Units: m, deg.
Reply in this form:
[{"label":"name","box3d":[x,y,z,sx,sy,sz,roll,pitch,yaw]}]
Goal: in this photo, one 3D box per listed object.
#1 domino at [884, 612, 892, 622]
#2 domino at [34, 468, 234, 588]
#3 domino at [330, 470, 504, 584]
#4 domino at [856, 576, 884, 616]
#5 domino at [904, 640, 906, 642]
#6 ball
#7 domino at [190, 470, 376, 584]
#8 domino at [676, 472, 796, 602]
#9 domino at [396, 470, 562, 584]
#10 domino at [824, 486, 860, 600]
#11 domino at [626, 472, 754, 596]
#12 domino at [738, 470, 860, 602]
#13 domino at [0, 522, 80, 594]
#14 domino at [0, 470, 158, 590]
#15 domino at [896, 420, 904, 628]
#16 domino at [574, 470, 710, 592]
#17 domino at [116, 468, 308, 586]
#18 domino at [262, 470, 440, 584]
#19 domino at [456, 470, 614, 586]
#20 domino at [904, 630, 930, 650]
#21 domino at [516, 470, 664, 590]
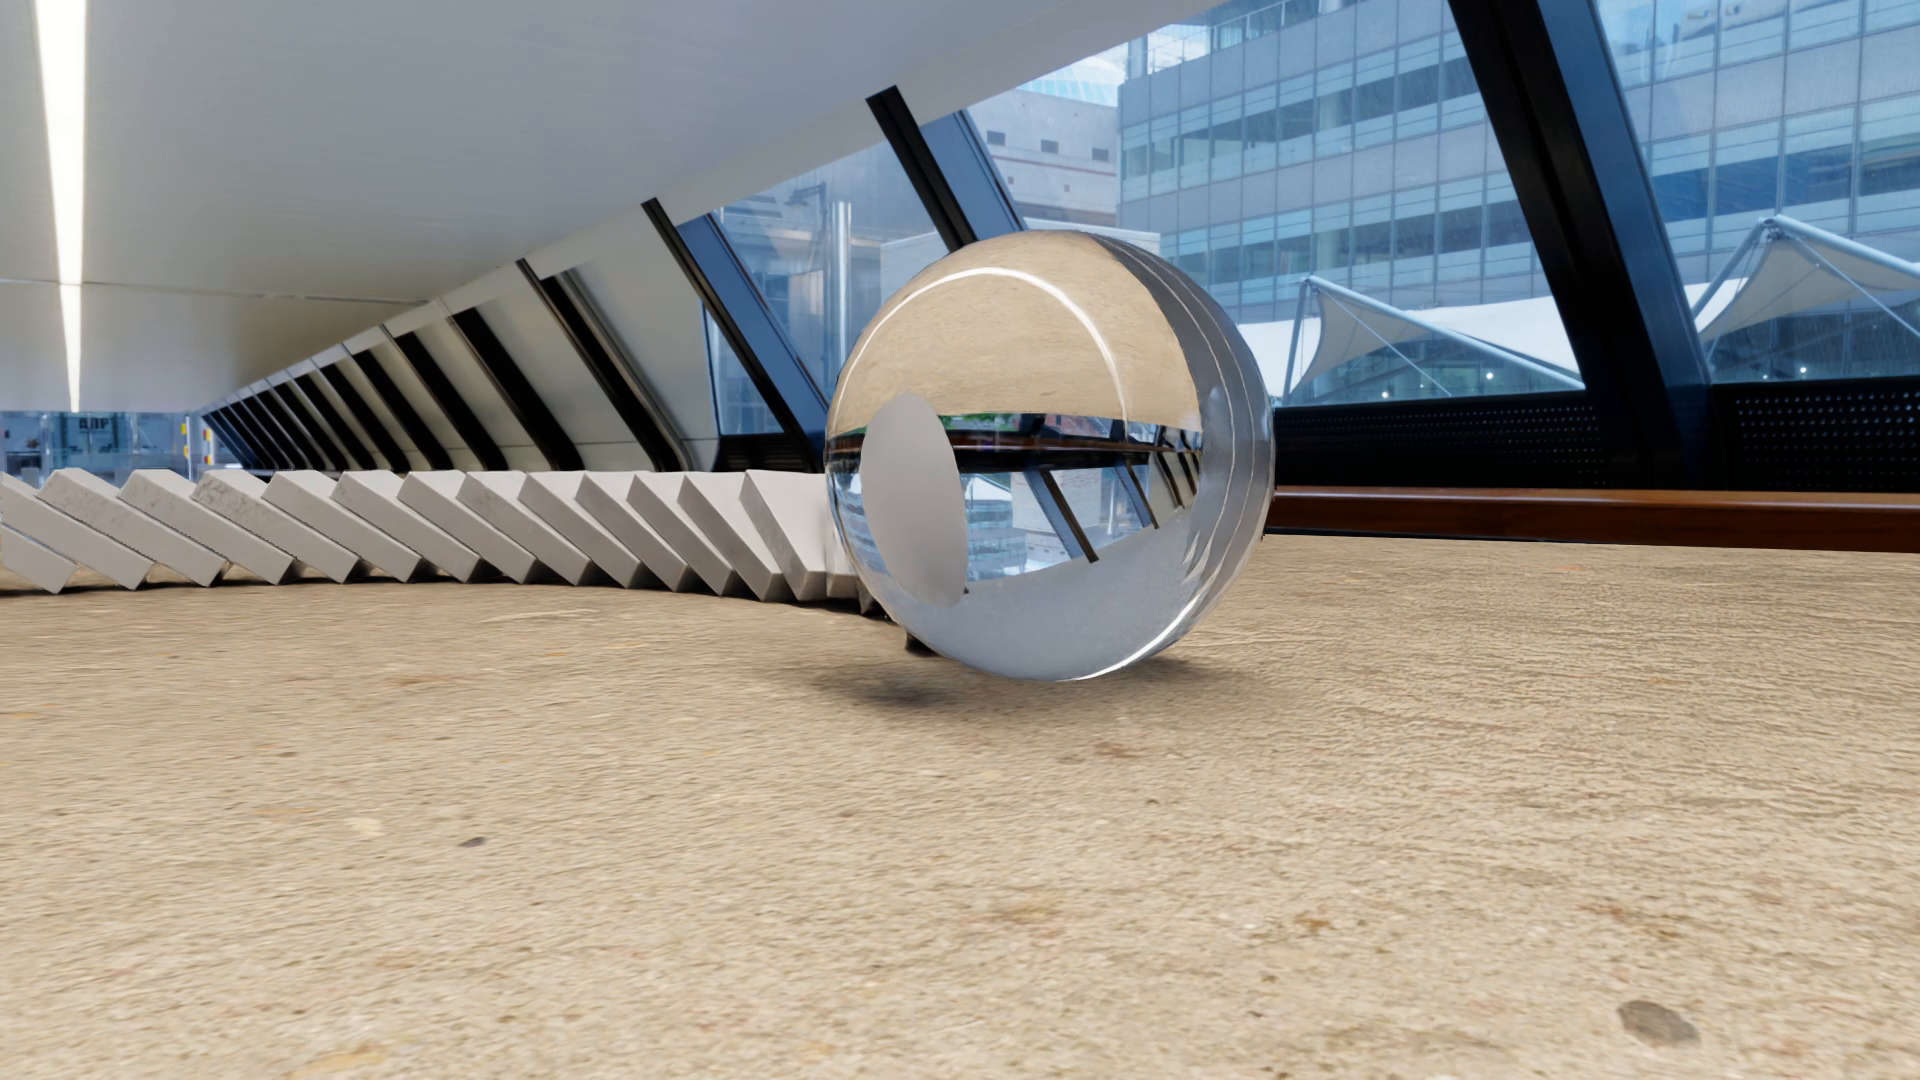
[{"label":"domino","box3d":[-0.007,-0.005,0.316,0.025,0.050,0.009,-1,-24,-9]},{"label":"domino","box3d":[-0.244,-0.004,0.383,0.050,0.009,0.025,34,-8,-20]},{"label":"domino","box3d":[-0.168,-0.005,0.403,0.050,0.010,0.025,32,7,3]},{"label":"domino","box3d":[-0.015,-0.006,0.327,0.025,0.050,0.009,-1,-24,-19]},{"label":"domino","box3d":[0.000,-0.003,0.284,0.025,0.050,0.010,0,-24,-6]},{"label":"ball","box3d":[0.016,-0.015,0.230,0.080,0.080,0.080,0,4,0]},{"label":"domino","box3d":[-0.207,-0.005,0.398,0.050,0.010,0.025,32,0,-8]},{"label":"domino","box3d":[-0.057,-0.002,0.366,0.025,0.009,0.050,-4,37,-44]},{"label":"domino","box3d":[-0.148,-0.005,0.403,0.050,0.010,0.025,32,11,10]},{"label":"domino","box3d":[-0.023,-0.006,0.343,0.025,0.050,0.009,7,-42,-16]},{"label":"domino","box3d":[-0.073,-0.003,0.377,0.050,0.009,0.025,40,27,31]},{"label":"domino","box3d":[-0.041,-0.002,0.356,0.025,0.009,0.050,2,33,-33]},{"label":"domino","box3d":[-0.276,-0.003,0.360,0.050,0.009,0.025,40,-18,-30]},{"label":"domino","box3d":[-0.261,-0.003,0.373,0.050,0.010,0.025,36,-12,-25]},{"label":"domino","box3d":[-0.002,-0.005,0.305,0.025,0.050,0.010,0,-24,-6]},{"label":"domino","box3d":[-0.090,-0.003,0.387,0.050,0.009,0.025,38,23,26]},{"label":"domino","box3d":[-0.226,-0.004,0.392,0.050,0.010,0.025,32,-3,-12]},{"label":"domino","box3d":[-0.188,-0.005,0.402,0.050,0.009,0.025,31,3,-3]},{"label":"domino","box3d":[-0.129,-0.004,0.399,0.050,0.010,0.025,33,14,14]},{"label":"domino","box3d":[0.000,-0.002,0.273,0.025,0.050,0.010,0,-24,-5]},{"label":"domino","box3d":[-0.109,-0.004,0.395,0.050,0.009,0.025,35,18,20]}]
